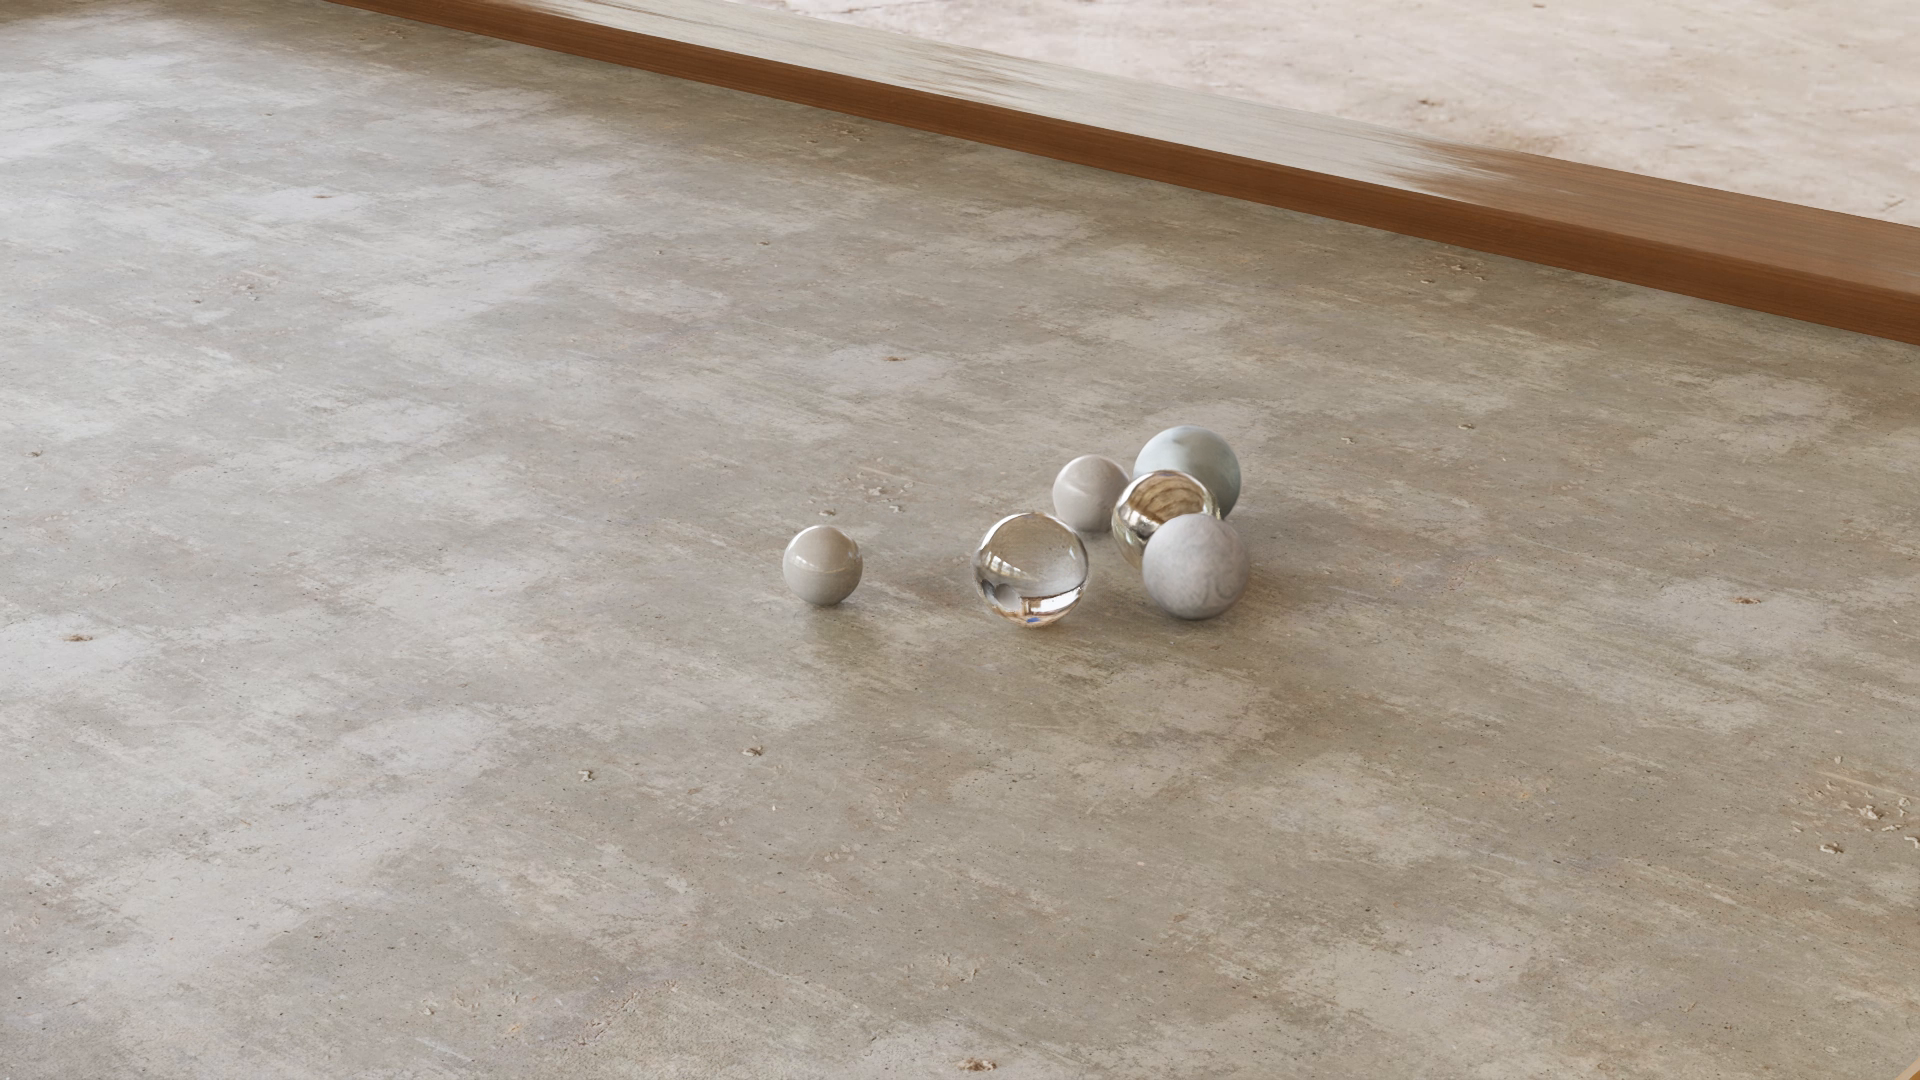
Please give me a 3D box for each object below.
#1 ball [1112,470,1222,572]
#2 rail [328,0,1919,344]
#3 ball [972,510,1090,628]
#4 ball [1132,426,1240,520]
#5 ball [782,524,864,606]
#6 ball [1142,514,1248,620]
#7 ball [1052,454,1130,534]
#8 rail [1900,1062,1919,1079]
[{"bbox_3d":[0.180,-0.014,2.568,0.095,0.095,0.095,0,22,0],"label":"ball"},{"bbox_3d":[0.005,-0.602,3.999,4.189,0.127,0.045,18,28,38],"label":"rail"},{"bbox_3d":[0.059,0.024,2.466,0.098,0.098,0.098,0,22,0],"label":"ball"},{"bbox_3d":[0.205,-0.054,2.664,0.098,0.098,0.098,0,22,0],"label":"ball"},{"bbox_3d":[-0.117,0.021,2.513,0.069,0.069,0.069,0,22,0],"label":"ball"},{"bbox_3d":[0.199,0.022,2.483,0.090,0.090,0.090,0,22,0],"label":"ball"},{"bbox_3d":[0.120,-0.041,2.666,0.072,0.072,0.072,0,22,0],"label":"ball"},{"bbox_3d":[0.764,0.233,1.898,0.045,0.127,2.412,18,28,38],"label":"rail"}]
